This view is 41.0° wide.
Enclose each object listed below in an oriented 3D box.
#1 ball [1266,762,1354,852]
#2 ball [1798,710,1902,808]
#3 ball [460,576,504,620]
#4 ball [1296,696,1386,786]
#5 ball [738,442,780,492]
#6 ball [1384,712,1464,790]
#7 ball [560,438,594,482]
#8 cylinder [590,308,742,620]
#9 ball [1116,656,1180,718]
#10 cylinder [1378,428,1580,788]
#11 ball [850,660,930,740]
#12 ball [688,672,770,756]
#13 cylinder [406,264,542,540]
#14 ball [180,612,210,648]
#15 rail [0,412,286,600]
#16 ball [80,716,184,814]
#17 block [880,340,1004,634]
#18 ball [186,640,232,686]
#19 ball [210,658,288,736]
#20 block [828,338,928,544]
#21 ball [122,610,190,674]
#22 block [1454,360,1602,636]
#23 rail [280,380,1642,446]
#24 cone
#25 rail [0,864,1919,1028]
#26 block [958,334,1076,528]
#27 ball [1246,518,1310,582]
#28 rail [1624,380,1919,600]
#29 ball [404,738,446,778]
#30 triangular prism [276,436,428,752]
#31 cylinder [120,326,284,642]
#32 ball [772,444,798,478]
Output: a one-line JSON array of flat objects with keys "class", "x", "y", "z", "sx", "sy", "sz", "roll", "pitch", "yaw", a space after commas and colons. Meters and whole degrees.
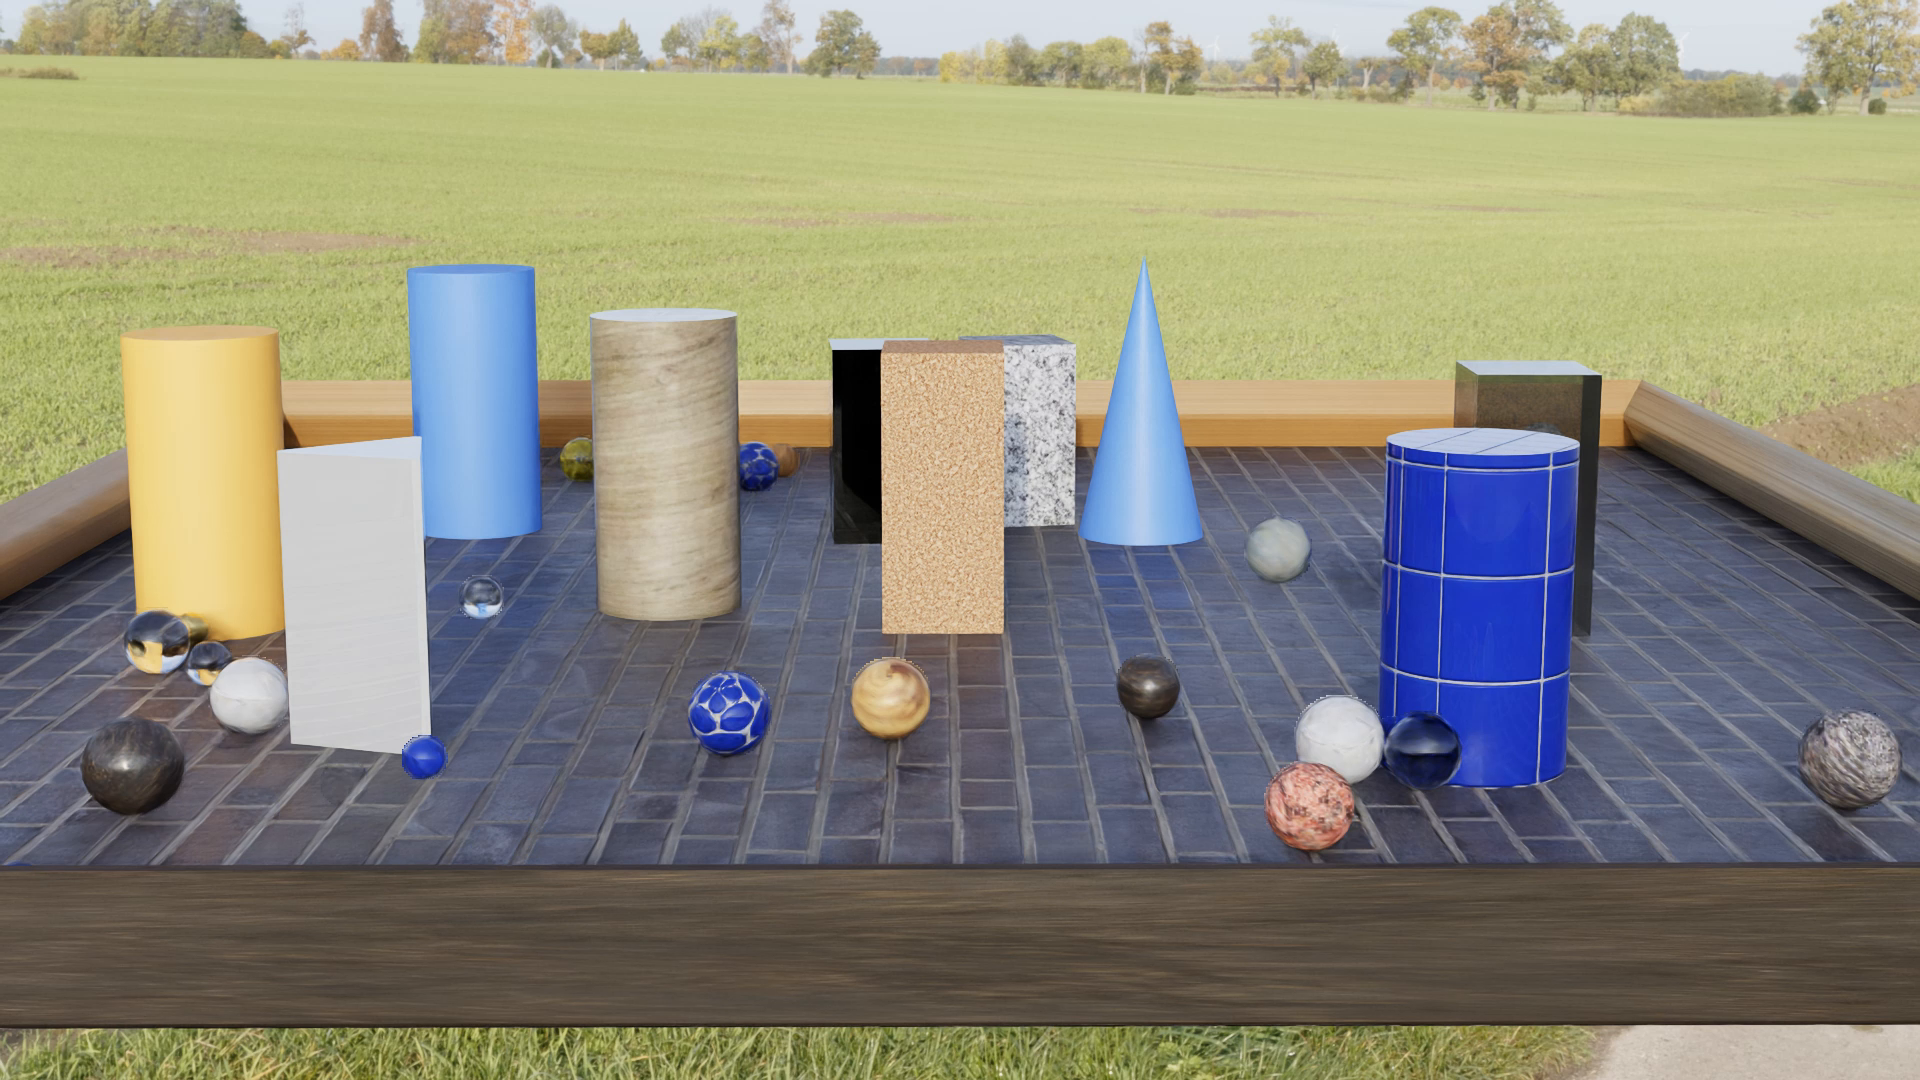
[{"class": "ball", "x": 0.328, "y": 0.250, "z": 2.405, "sx": 0.083, "sy": 0.083, "sz": 0.083, "roll": 0, "pitch": 11, "yaw": 0}, {"class": "ball", "x": 0.881, "y": 0.217, "z": 2.541, "sx": 0.098, "sy": 0.098, "sz": 0.098, "roll": 0, "pitch": 11, "yaw": 0}, {"class": "ball", "x": -0.636, "y": 0.077, "z": 3.411, "sx": 0.056, "sy": 0.056, "sz": 0.056, "roll": 0, "pitch": 11, "yaw": 0}, {"class": "ball", "x": 0.388, "y": 0.206, "z": 2.621, "sx": 0.091, "sy": 0.091, "sz": 0.091, "roll": 0, "pitch": 11, "yaw": 0}, {"class": "ball", "x": -0.355, "y": -0.126, "z": 4.419, "sx": 0.087, "sy": 0.087, "sz": 0.087, "roll": 0, "pitch": 11, "yaw": 0}, {"class": "ball", "x": 0.468, "y": 0.213, "z": 2.588, "sx": 0.078, "sy": 0.078, "sz": 0.078, "roll": 0, "pitch": 11, "yaw": 0}, {"class": "ball", "x": -0.668, "y": -0.142, "z": 4.530, "sx": 0.079, "sy": 0.079, "sz": 0.079, "roll": 0, "pitch": 11, "yaw": 0}, {"class": "cylinder", "x": -0.396, "y": -0.106, "z": 3.464, "sx": 0.196, "sy": 0.397, "sz": 0.196, "roll": 0, "pitch": 11, "yaw": 0}, {"class": "ball", "x": 0.212, "y": 0.166, "z": 2.891, "sx": 0.071, "sy": 0.071, "sz": 0.071, "roll": 0, "pitch": 11, "yaw": 0}, {"class": "cylinder", "x": 0.539, "y": 0.067, "z": 2.679, "sx": 0.196, "sy": 0.343, "sz": 0.196, "roll": 0, "pitch": 11, "yaw": 0}, {"class": "ball", "x": -0.075, "y": 0.174, "z": 2.800, "sx": 0.087, "sy": 0.087, "sz": 0.087, "roll": 0, "pitch": 11, "yaw": 0}, {"class": "ball", "x": -0.247, "y": 0.186, "z": 2.736, "sx": 0.088, "sy": 0.088, "sz": 0.088, "roll": 0, "pitch": 11, "yaw": 0}, {"class": "cylinder", "x": -0.764, "y": -0.221, "z": 4.046, "sx": 0.196, "sy": 0.411, "sz": 0.196, "roll": 0, "pitch": 11, "yaw": 0}, {"class": "ball", "x": -0.971, "y": 0.114, "z": 3.239, "sx": 0.046, "sy": 0.046, "sz": 0.046, "roll": 0, "pitch": 11, "yaw": 0}, {"class": "rail", "x": -1.299, "y": 0.034, "z": 3.442, "sx": 0.045, "sy": 0.127, "sz": 3.038, "roll": 0, "pitch": 11, "yaw": 0}, {"class": "ball", "x": -0.812, "y": 0.221, "z": 2.521, "sx": 0.097, "sy": 0.097, "sz": 0.097, "roll": 0, "pitch": 11, "yaw": 0}, {"class": "block", "x": -0.022, "y": -0.072, "z": 3.371, "sx": 0.157, "sy": 0.365, "sz": 0.157, "roll": 0, "pitch": 11, "yaw": 0}, {"class": "ball", "x": -0.891, "y": 0.147, "z": 3.042, "sx": 0.054, "sy": 0.054, "sz": 0.054, "roll": 0, "pitch": 11, "yaw": 0}, {"class": "ball", "x": -0.773, "y": 0.170, "z": 2.796, "sx": 0.084, "sy": 0.084, "sz": 0.084, "roll": 0, "pitch": 11, "yaw": 0}, {"class": "block", "x": -0.122, "y": -0.156, "z": 4.000, "sx": 0.157, "sy": 0.300, "sz": 0.157, "roll": -1, "pitch": 11, "yaw": -5}, {"class": "ball", "x": -0.971, "y": 0.123, "z": 3.101, "sx": 0.079, "sy": 0.079, "sz": 0.079, "roll": 0, "pitch": 11, "yaw": 0}, {"class": "block", "x": 0.736, "y": -0.057, "z": 3.357, "sx": 0.157, "sy": 0.339, "sz": 0.157, "roll": 0, "pitch": 11, "yaw": 1}, {"class": "rail", "x": -0.009, "y": -0.240, "z": 4.919, "sx": 2.645, "sy": 0.127, "sz": 0.045, "roll": 0, "pitch": 11, "yaw": 0}, {"class": "cone", "x": 0.284, "y": -0.225, "z": 3.991, "sx": 0.196, "sy": 0.438, "sz": 0.196, "roll": 0, "pitch": 11, "yaw": 0}, {"class": "rail", "x": 0.009, "y": 0.305, "z": 1.978, "sx": 2.645, "sy": 0.127, "sz": 0.045, "roll": 0, "pitch": 11, "yaw": 0}, {"class": "block", "x": 0.091, "y": -0.179, "z": 4.149, "sx": 0.157, "sy": 0.290, "sz": 0.157, "roll": -2, "pitch": 11, "yaw": -12}, {"class": "ball", "x": 0.452, "y": 0.015, "z": 3.647, "sx": 0.092, "sy": 0.092, "sz": 0.092, "roll": 0, "pitch": 11, "yaw": 0}, {"class": "rail", "x": 1.299, "y": 0.031, "z": 3.456, "sx": 0.045, "sy": 0.127, "sz": 3.038, "roll": 0, "pitch": 11, "yaw": 0}, {"class": "ball", "x": -0.553, "y": 0.225, "z": 2.650, "sx": 0.042, "sy": 0.042, "sz": 0.042, "roll": 0, "pitch": 11, "yaw": 0}, {"class": "triangular prism", "x": -0.625, "y": 0.055, "z": 2.806, "sx": 0.170, "sy": 0.320, "sz": 0.147, "roll": 4, "pitch": 11, "yaw": 19}, {"class": "cylinder", "x": -0.979, "y": -0.077, "z": 3.340, "sx": 0.196, "sy": 0.386, "sz": 0.196, "roll": 0, "pitch": 11, "yaw": 0}, {"class": "ball", "x": -0.319, "y": -0.142, "z": 4.578, "sx": 0.061, "sy": 0.061, "sz": 0.061, "roll": 0, "pitch": 11, "yaw": 0}]
